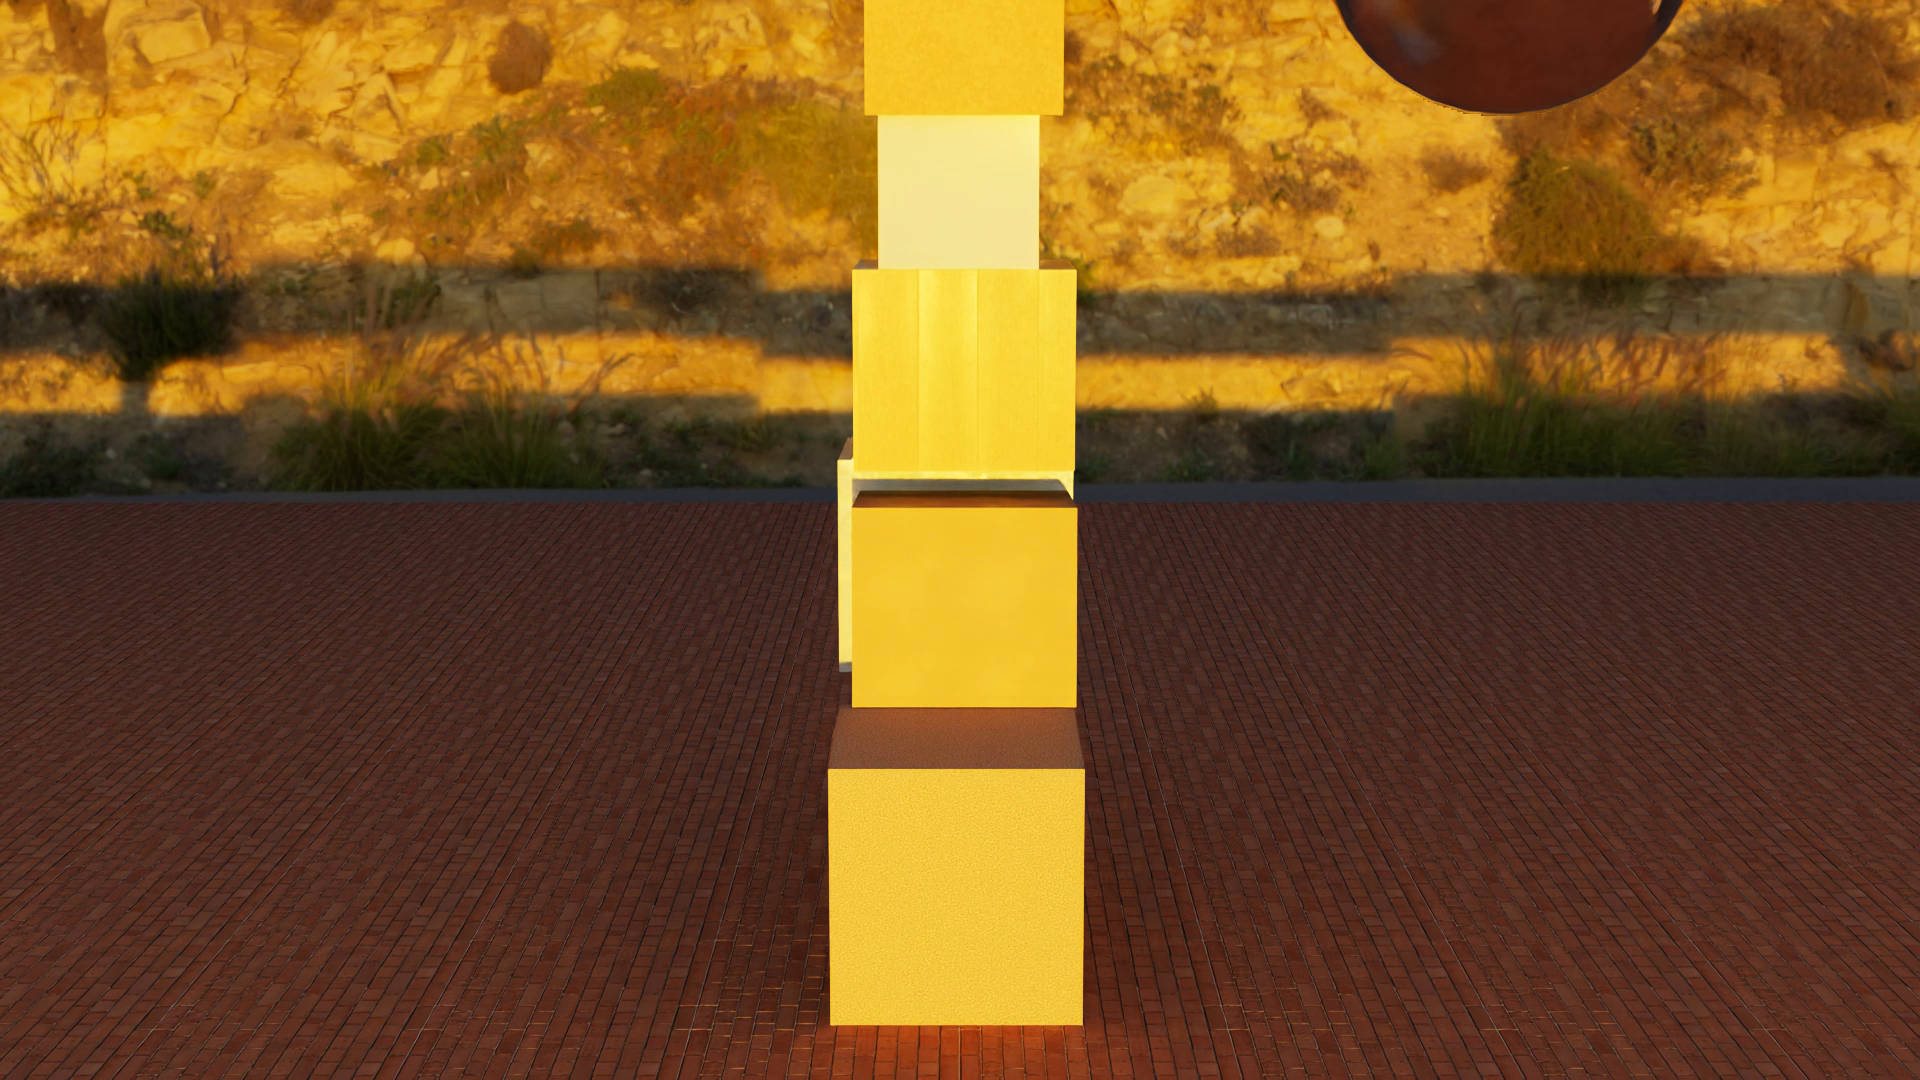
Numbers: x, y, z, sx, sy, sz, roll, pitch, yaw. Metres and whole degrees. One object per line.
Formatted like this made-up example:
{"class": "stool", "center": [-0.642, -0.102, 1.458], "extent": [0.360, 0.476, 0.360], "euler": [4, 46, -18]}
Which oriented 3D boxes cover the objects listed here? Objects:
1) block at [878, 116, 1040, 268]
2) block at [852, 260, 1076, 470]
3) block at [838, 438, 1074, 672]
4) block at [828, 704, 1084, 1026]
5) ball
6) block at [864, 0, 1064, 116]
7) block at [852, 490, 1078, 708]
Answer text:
{"class": "block", "center": [-0.006, -1.496, 10.979], "extent": [0.667, 0.632, 0.673], "euler": [0, 9, 0]}
{"class": "block", "center": [0.018, -0.769, 11.095], "extent": [0.927, 0.840, 0.826], "euler": [0, 9, 0]}
{"class": "block", "center": [-0.019, 0.048, 11.671], "extent": [1.019, 0.934, 1.010], "euler": [0, 8, 0]}
{"class": "block", "center": [-0.013, 1.239, 9.987], "extent": [0.942, 0.989, 0.985], "euler": [0, 10, 0]}
{"class": "ball", "center": [2.295, -2.587, 10.710], "extent": [1.600, 1.600, 1.600], "euler": [0, 10, 0]}
{"class": "block", "center": [0.016, -2.255, 10.857], "extent": [0.813, 0.905, 0.832], "euler": [0, 9, 0]}
{"class": "block", "center": [0.017, 0.229, 10.717], "extent": [0.900, 0.804, 0.896], "euler": [0, 5, 0]}
